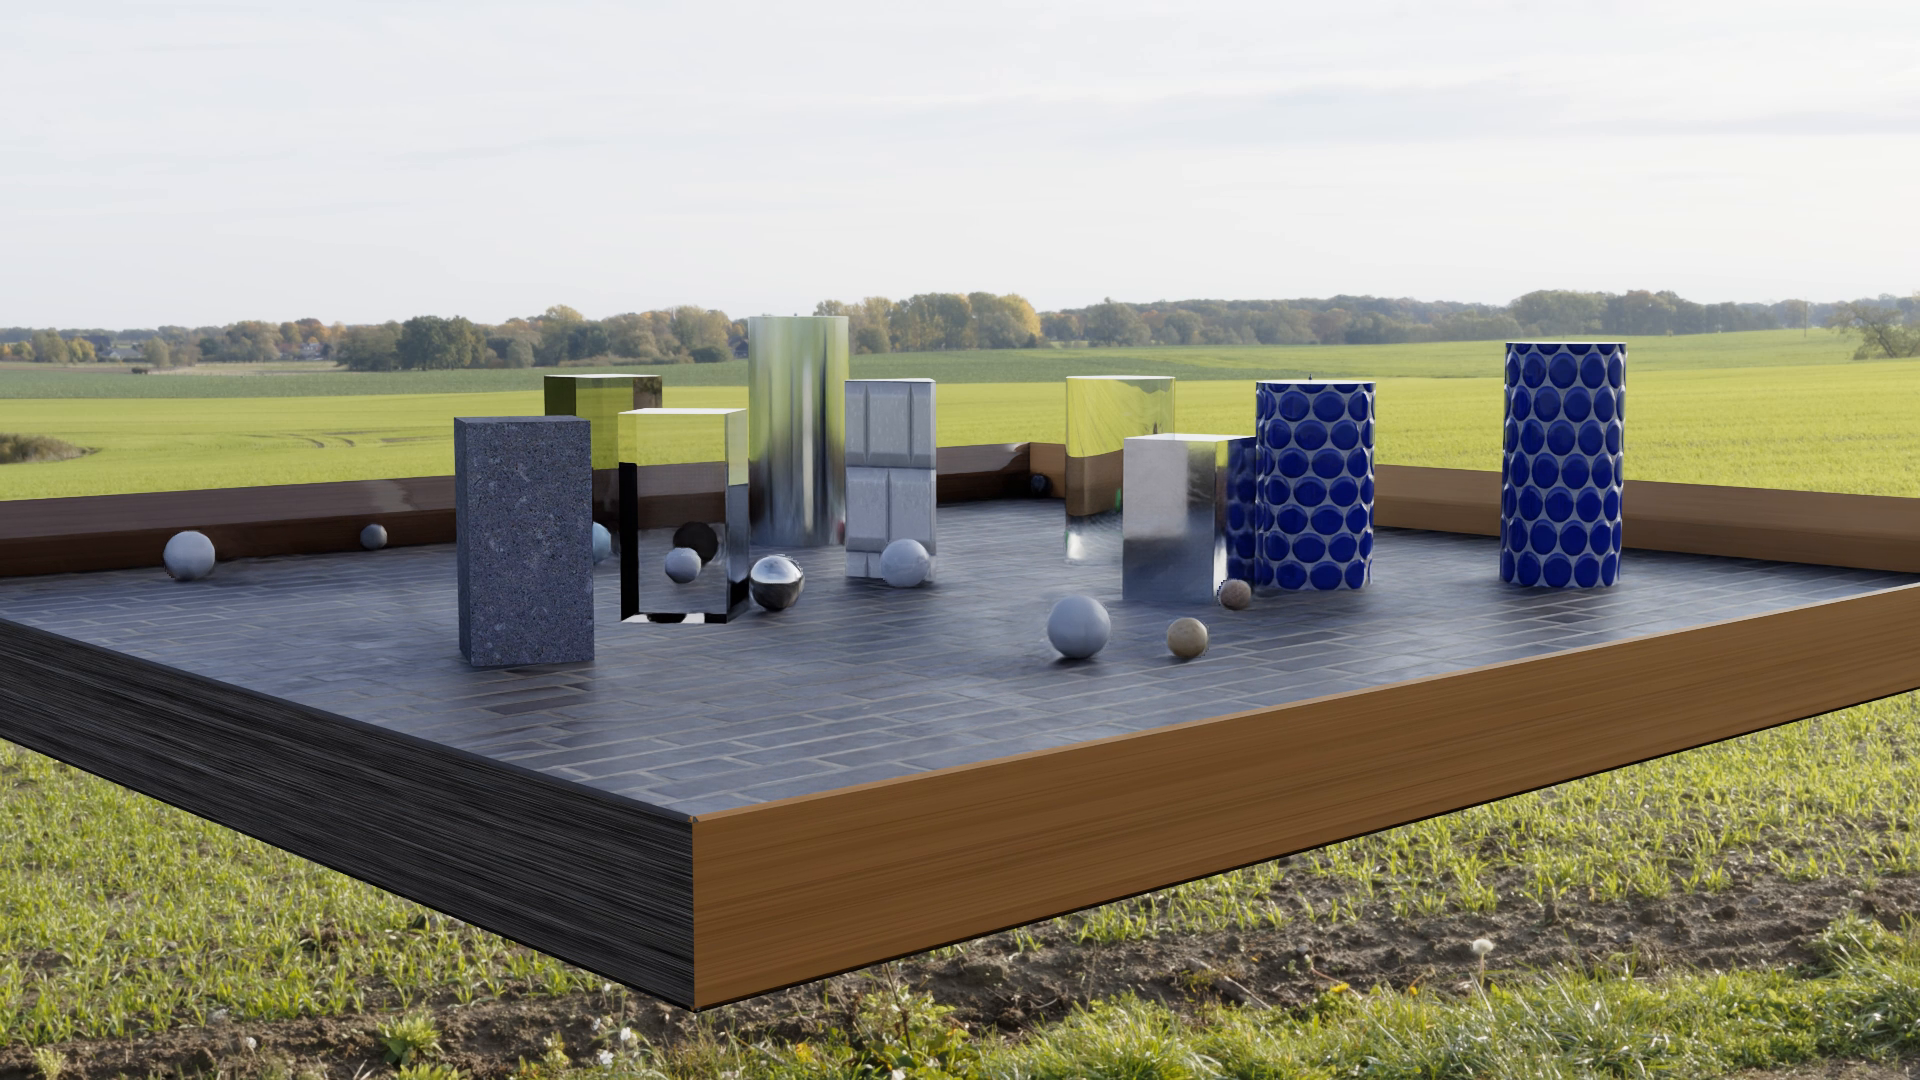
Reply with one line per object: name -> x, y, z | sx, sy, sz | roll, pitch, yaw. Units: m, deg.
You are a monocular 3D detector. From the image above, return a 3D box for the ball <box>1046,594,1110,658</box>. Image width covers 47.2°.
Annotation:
ball -> 0.151, 0.110, 2.805 | 0.082, 0.082, 0.082 | 0, 6, 0

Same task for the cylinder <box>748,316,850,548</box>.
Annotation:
cylinder -> -0.306, -0.210, 4.186 | 0.192, 0.430, 0.192 | 0, 6, 0

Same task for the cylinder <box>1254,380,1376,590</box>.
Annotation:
cylinder -> 0.574, -0.093, 3.568 | 0.192, 0.327, 0.192 | 0, 6, 0

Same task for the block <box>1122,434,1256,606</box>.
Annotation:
block -> 0.356, -0.036, 3.404 | 0.153, 0.247, 0.153 | 4, 7, 31

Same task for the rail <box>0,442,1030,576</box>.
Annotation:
rail -> -0.881, -0.068, 4.282 | 2.900, 0.125, 0.045 | -6, 8, -42

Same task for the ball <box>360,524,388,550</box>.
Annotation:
ball -> -1.083, -0.005, 4.065 | 0.048, 0.048, 0.048 | 0, 6, 0

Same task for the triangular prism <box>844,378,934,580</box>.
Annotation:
triangular prism -> -0.086, -0.106, 3.692 | 0.166, 0.326, 0.144 | 3, 7, 25

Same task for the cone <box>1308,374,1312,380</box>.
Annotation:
cone -> 0.603, -0.121, 3.799 | 0.192, 0.335, 0.192 | 0, 6, 0

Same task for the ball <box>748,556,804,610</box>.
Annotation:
ball -> -0.273, 0.063, 3.257 | 0.081, 0.081, 0.081 | 0, 6, 0

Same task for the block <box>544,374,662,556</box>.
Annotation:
block -> -0.653, -0.141, 4.041 | 0.153, 0.322, 0.153 | -6, 8, -44

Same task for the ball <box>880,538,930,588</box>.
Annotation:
ball -> -0.088, 0.037, 3.522 | 0.079, 0.079, 0.079 | 0, 6, 0

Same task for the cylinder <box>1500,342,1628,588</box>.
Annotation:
cylinder -> 0.985, -0.127, 3.595 | 0.192, 0.389, 0.192 | 0, 6, 0

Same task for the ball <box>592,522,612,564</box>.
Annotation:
ball -> -0.646, 0.005, 3.846 | 0.073, 0.073, 0.073 | 0, 6, 0

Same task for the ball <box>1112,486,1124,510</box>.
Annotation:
ball -> 0.365, -0.093, 4.862 | 0.056, 0.056, 0.056 | 0, 6, 0

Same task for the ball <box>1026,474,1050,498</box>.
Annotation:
ball -> 0.185, -0.126, 5.177 | 0.056, 0.056, 0.056 | 0, 6, 0

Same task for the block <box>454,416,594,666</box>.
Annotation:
block -> -0.561, -0.004, 2.826 | 0.153, 0.304, 0.153 | -2, 6, -18

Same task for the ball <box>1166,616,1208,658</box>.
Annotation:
ball -> 0.290, 0.125, 2.807 | 0.054, 0.054, 0.054 | 0, 6, 0

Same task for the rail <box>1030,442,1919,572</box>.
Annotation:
rail -> 1.048, -0.069, 4.294 | 0.045, 0.125, 2.647 | -6, 8, -42

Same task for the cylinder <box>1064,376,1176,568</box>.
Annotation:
cylinder -> 0.281, -0.123, 3.862 | 0.192, 0.325, 0.192 | 0, 6, 0

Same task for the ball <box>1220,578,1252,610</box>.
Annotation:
ball -> 0.407, 0.081, 3.249 | 0.047, 0.047, 0.047 | 0, 6, 0

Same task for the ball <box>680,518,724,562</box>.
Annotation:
ball -> -0.453, 0.001, 3.866 | 0.078, 0.078, 0.078 | 0, 6, 0

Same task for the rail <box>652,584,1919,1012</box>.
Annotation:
rail -> 0.881, 0.132, 2.382 | 2.900, 0.125, 0.045 | -6, 8, -42

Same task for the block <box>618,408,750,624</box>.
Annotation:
block -> -0.398, -0.038, 3.187 | 0.153, 0.297, 0.153 | 1, 6, 7

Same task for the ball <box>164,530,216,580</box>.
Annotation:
ball -> -1.268, 0.025, 3.619 | 0.081, 0.081, 0.081 | 0, 6, 0

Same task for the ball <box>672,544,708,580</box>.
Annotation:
ball -> -0.444, 0.035, 3.627 | 0.060, 0.060, 0.060 | 0, 6, 0

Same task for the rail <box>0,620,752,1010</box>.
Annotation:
rail -> -1.048, 0.134, 2.370 | 0.045, 0.125, 2.647 | -6, 8, -42
